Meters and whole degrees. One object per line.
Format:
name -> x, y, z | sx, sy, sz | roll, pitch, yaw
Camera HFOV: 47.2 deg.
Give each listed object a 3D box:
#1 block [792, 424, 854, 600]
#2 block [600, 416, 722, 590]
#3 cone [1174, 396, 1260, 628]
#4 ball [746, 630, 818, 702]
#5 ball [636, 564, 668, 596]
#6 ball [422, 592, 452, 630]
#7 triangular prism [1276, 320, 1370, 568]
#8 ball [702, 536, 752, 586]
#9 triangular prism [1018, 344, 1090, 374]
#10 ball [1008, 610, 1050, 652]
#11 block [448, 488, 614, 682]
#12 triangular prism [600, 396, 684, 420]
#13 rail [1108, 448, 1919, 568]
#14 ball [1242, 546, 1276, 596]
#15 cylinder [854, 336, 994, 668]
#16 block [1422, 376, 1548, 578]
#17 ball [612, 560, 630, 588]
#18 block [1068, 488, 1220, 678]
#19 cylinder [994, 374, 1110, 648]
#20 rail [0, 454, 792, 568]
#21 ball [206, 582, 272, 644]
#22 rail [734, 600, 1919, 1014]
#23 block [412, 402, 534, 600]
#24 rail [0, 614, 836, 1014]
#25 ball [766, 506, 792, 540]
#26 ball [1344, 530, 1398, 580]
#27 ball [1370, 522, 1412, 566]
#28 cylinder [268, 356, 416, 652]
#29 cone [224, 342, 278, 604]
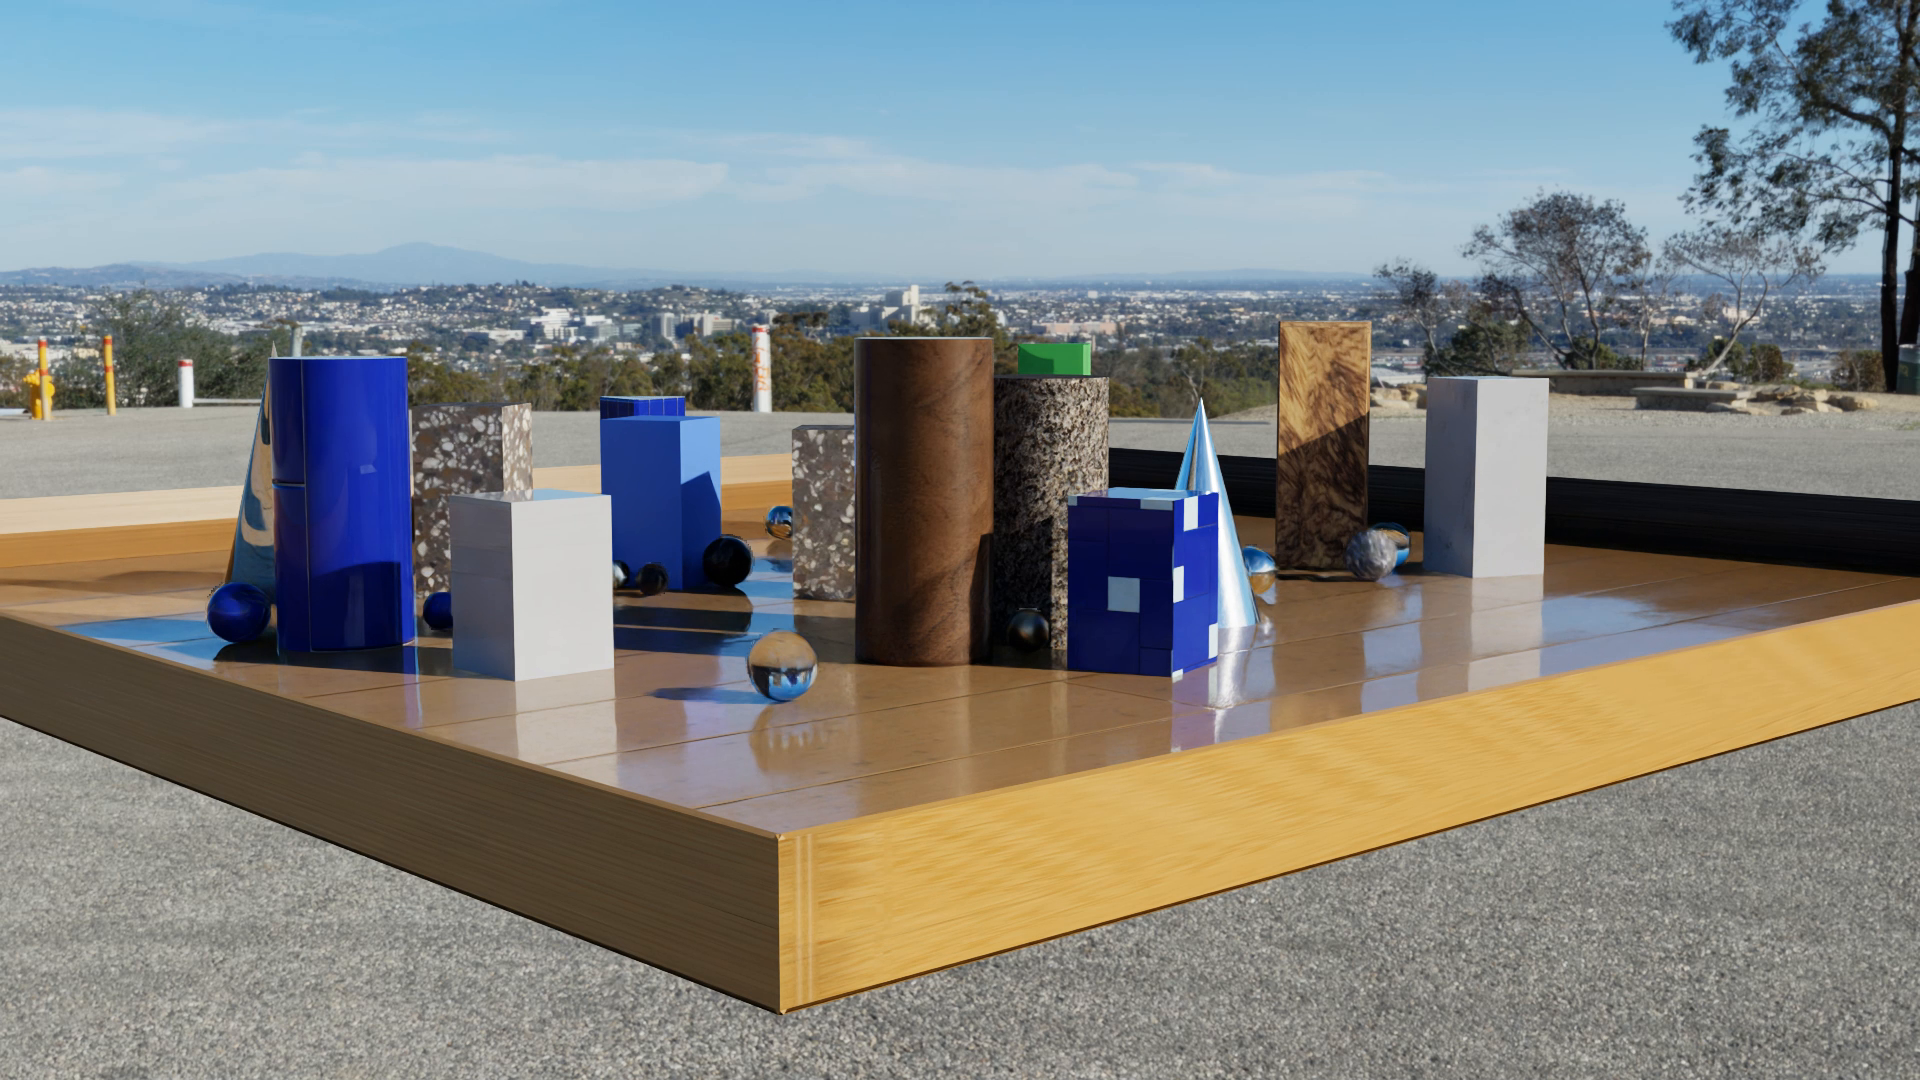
block -> -0.179, -0.045, 3.374 | 0.140, 0.255, 0.140 | 0, 6, 2
block -> -0.475, -0.063, 3.502 | 0.140, 0.263, 0.140 | 2, 7, 20
cone -> 0.337, -0.044, 3.089 | 0.175, 0.314, 0.175 | 0, 6, 0
ball -> -0.199, 0.141, 2.464 | 0.080, 0.080, 0.080 | 0, 6, 0
ball -> -0.469, 0.061, 3.349 | 0.050, 0.050, 0.050 | 0, 6, 0
ball -> -0.707, 0.097, 3.003 | 0.053, 0.053, 0.053 | 0, 6, 0
triangular prism -> 0.628, -0.167, 3.762 | 0.151, 0.414, 0.131 | 2, 6, 16
ball -> -0.367, 0.034, 3.465 | 0.078, 0.078, 0.078 | 0, 6, 0
triangular prism -> 0.209, -0.188, 4.170 | 0.151, 0.368, 0.131 | 4, 8, 35
ball -> 0.088, 0.116, 2.811 | 0.055, 0.055, 0.055 | 0, 6, 0
block -> -0.523, 0.051, 2.683 | 0.140, 0.212, 0.140 | -6, 8, -43
triangular prism -> -0.561, -0.124, 4.015 | 0.131, 0.274, 0.151 | -4, 7, -33
rail -> 1.026, -0.072, 4.274 | 0.045, 0.114, 2.745 | -6, 8, -42
ball -> 0.444, 0.048, 3.351 | 0.075, 0.075, 0.075 | 0, 6, 0
cylinder -> -0.045, -0.052, 2.760 | 0.175, 0.401, 0.175 | 0, 6, 0
block -> 0.870, -0.108, 3.645 | 0.140, 0.322, 0.140 | -3, 7, -23
ball -> -0.538, 0.054, 3.439 | 0.045, 0.045, 0.045 | 0, 6, 0
block -> 0.226, 0.049, 2.707 | 0.140, 0.212, 0.140 | 3, 7, 29
cylinder -> 0.109, -0.042, 2.912 | 0.175, 0.348, 0.175 | 0, 6, 0
rail -> -0.915, -0.077, 4.318 | 2.840, 0.114, 0.045 | -6, 8, -42
ball -> -0.947, 0.095, 2.887 | 0.081, 0.081, 0.081 | 0, 6, 0
rail -> 0.915, 0.136, 2.347 | 2.840, 0.114, 0.045 | -6, 8, -42
block -> -0.743, -0.062, 3.366 | 0.140, 0.291, 0.140 | 1, 6, 7
rail -> -1.026, 0.131, 2.391 | 0.045, 0.114, 2.745 | -6, 8, -42
ball -> -0.336, -0.033, 4.156 | 0.064, 0.064, 0.064 | 0, 6, 0
ball -> 0.661, 0.024, 3.535 | 0.083, 0.083, 0.083 | 0, 6, 0
ball -> 0.723, 0.007, 3.711 | 0.078, 0.078, 0.078 | 0, 6, 0
cylinder -> -0.809, -0.052, 2.880 | 0.175, 0.374, 0.175 | 0, 6, 0
cone -> -1.031, -0.107, 3.324 | 0.175, 0.389, 0.175 | 0, 6, 0
